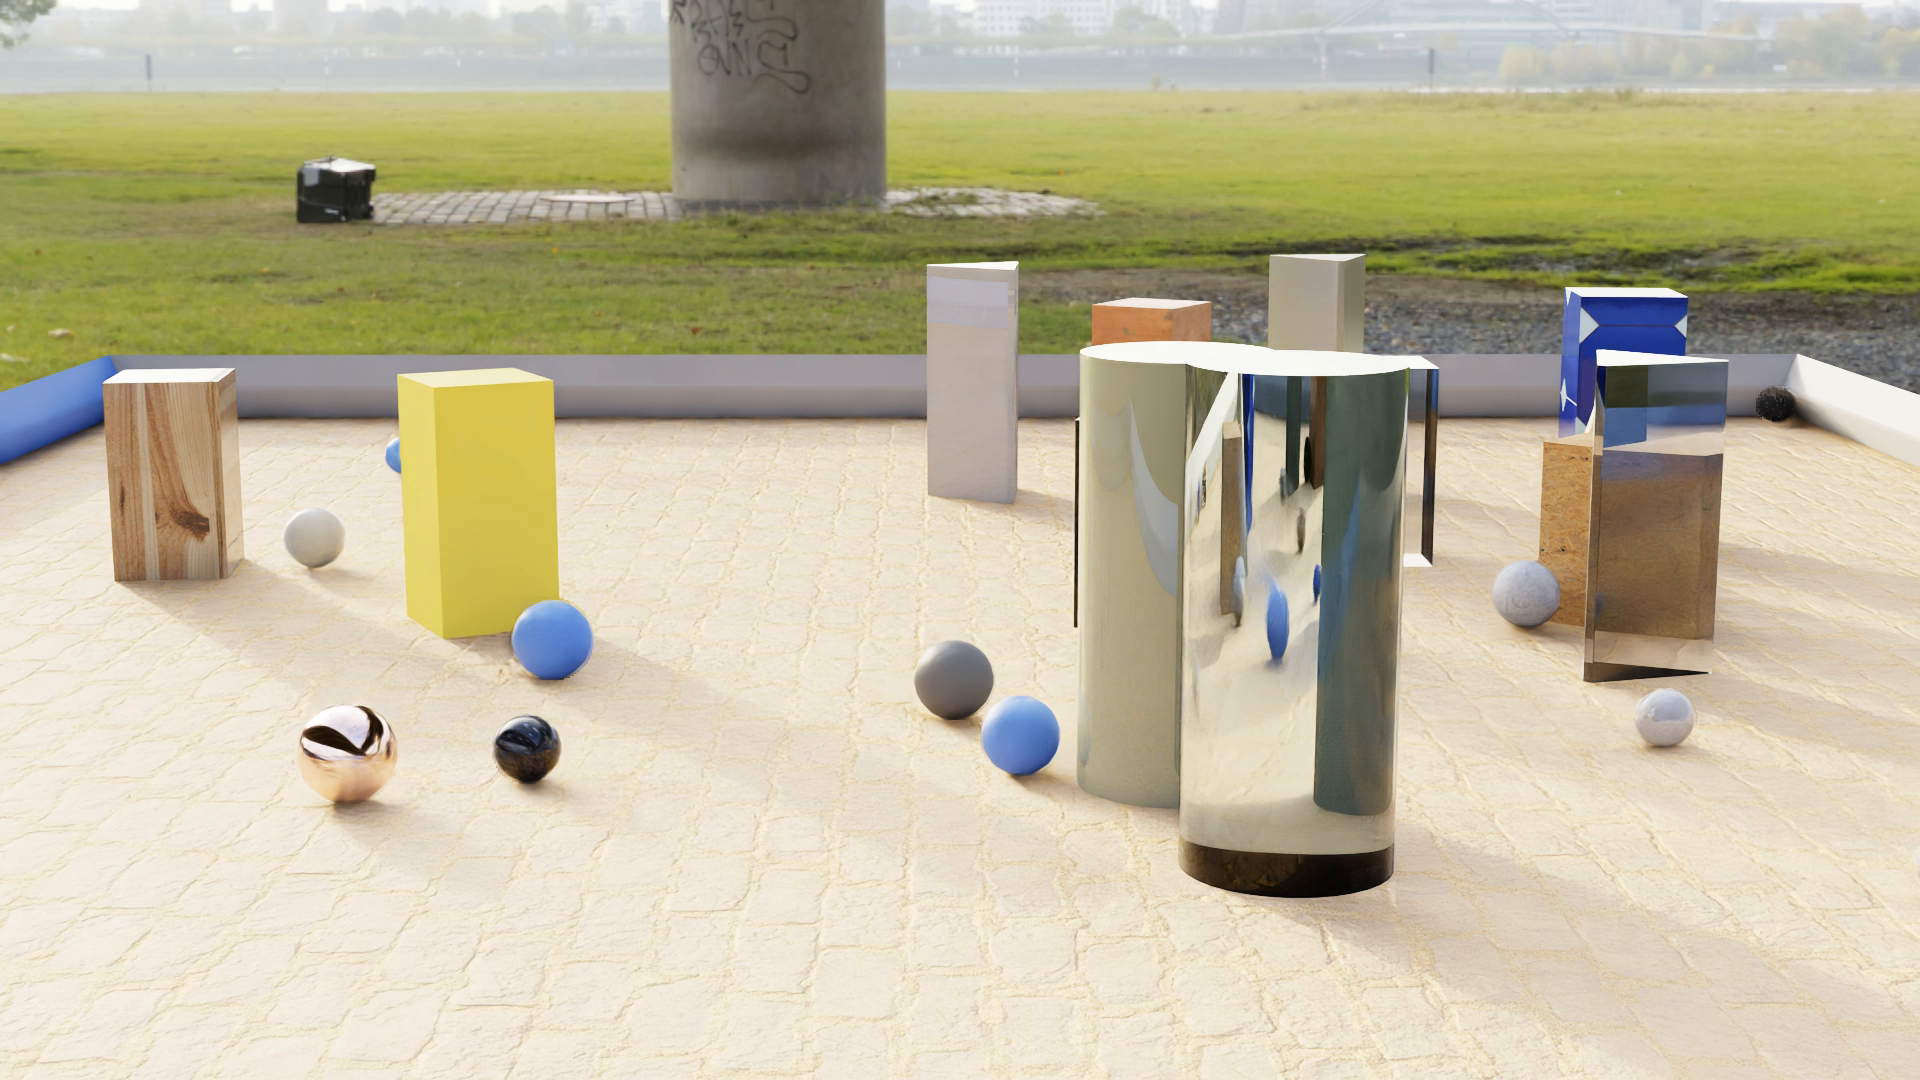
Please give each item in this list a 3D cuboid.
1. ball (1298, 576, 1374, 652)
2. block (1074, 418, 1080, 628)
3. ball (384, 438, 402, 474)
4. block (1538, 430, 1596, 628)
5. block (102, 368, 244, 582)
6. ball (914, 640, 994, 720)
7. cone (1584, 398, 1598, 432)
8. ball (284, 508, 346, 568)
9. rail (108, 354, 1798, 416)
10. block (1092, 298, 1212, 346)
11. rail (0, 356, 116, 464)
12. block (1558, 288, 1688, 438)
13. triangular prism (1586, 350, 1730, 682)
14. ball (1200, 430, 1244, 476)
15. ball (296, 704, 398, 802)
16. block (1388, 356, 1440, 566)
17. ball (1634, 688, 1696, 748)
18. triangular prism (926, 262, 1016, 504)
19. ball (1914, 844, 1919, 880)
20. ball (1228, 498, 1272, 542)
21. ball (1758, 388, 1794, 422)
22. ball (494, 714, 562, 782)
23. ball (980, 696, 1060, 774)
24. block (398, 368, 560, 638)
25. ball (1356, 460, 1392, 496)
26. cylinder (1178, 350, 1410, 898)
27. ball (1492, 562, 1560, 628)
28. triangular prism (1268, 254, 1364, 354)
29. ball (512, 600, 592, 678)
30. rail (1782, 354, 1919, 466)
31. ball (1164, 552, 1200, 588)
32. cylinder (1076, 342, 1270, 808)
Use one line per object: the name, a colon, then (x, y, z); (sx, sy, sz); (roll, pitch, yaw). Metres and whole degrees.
ball: (0.472, 0.093, 3.225); (0.094, 0.094, 0.094); (0, 10, 0)
block: (0.248, -0.030, 3.395); (0.159, 0.275, 0.159); (3, 11, 17)
ball: (-1.004, -0.153, 4.630); (0.066, 0.066, 0.066); (0, 10, 0)
block: (0.879, -0.013, 3.401); (0.159, 0.239, 0.159); (9, 14, 41)
block: (-1.141, -0.097, 3.731); (0.159, 0.285, 0.159); (-1, 11, -7)
ball: (-0.007, 0.157, 2.891); (0.090, 0.090, 0.090); (0, 10, 0)
cone: (0.916, -0.099, 3.633); (0.198, 0.323, 0.198); (0, 10, 0)
ball: (-0.946, -0.003, 3.762); (0.089, 0.089, 0.089); (0, 10, 0)
rail: (-0.011, -0.320, 5.355); (3.536, 0.129, 0.045); (0, 10, 0)
block: (0.344, -0.272, 4.614); (0.159, 0.307, 0.159); (6, 12, 30)
rail: (-1.744, 0.035, 3.439); (0.045, 0.129, 3.926); (0, 10, 0)
block: (1.024, -0.193, 3.983); (0.159, 0.382, 0.159); (1, 11, 4)
triangular prism: (0.811, -0.034, 3.128); (0.172, 0.380, 0.149); (-3, 11, -17)
ball: (0.471, -0.158, 4.614); (0.082, 0.082, 0.082); (0, 10, 0)
ball: (-0.613, 0.213, 2.565); (0.099, 0.099, 0.099); (0, 10, 0)
block: (0.616, -0.120, 3.829); (0.159, 0.293, 0.159); (0, 10, 0)
ball: (0.762, 0.193, 2.775); (0.063, 0.063, 0.063); (0, 10, 0)
triangular prism: (0.056, -0.274, 4.388); (0.172, 0.393, 0.149); (7, 13, 33)
ball: (0.876, 0.286, 2.265); (0.064, 0.064, 0.064); (0, 10, 0)
ball: (0.449, -0.030, 3.964); (0.068, 0.068, 0.068); (0, 10, 0)
ball: (1.686, -0.279, 5.299); (0.072, 0.072, 0.072); (0, 10, 0)
ball: (-0.445, 0.214, 2.639); (0.069, 0.069, 0.069); (0, 10, 0)
ball: (0.063, 0.203, 2.666); (0.083, 0.083, 0.083); (0, 10, 0)
block: (-0.633, -0.052, 3.376); (0.159, 0.325, 0.159); (-6, 12, -28)
ball: (0.711, -0.107, 4.398); (0.061, 0.061, 0.061); (0, 10, 0)
cylinder: (0.301, 0.071, 2.328); (0.198, 0.465, 0.198); (0, 10, 0)
ball: (0.743, 0.071, 3.363); (0.087, 0.087, 0.087); (0, 10, 0)
triangular prism: (0.654, -0.299, 4.506); (0.149, 0.399, 0.172); (-8, 13, -38)
ball: (-0.490, 0.119, 3.083); (0.095, 0.095, 0.095); (0, 10, 0)
rail: (1.744, 0.031, 3.459); (0.045, 0.129, 3.926); (0, 10, 0)
ball: (0.314, 0.043, 3.620); (0.050, 0.050, 0.050); (0, 10, 0)
cylinder: (0.219, 0.030, 2.604); (0.198, 0.444, 0.198); (0, 10, 0)
